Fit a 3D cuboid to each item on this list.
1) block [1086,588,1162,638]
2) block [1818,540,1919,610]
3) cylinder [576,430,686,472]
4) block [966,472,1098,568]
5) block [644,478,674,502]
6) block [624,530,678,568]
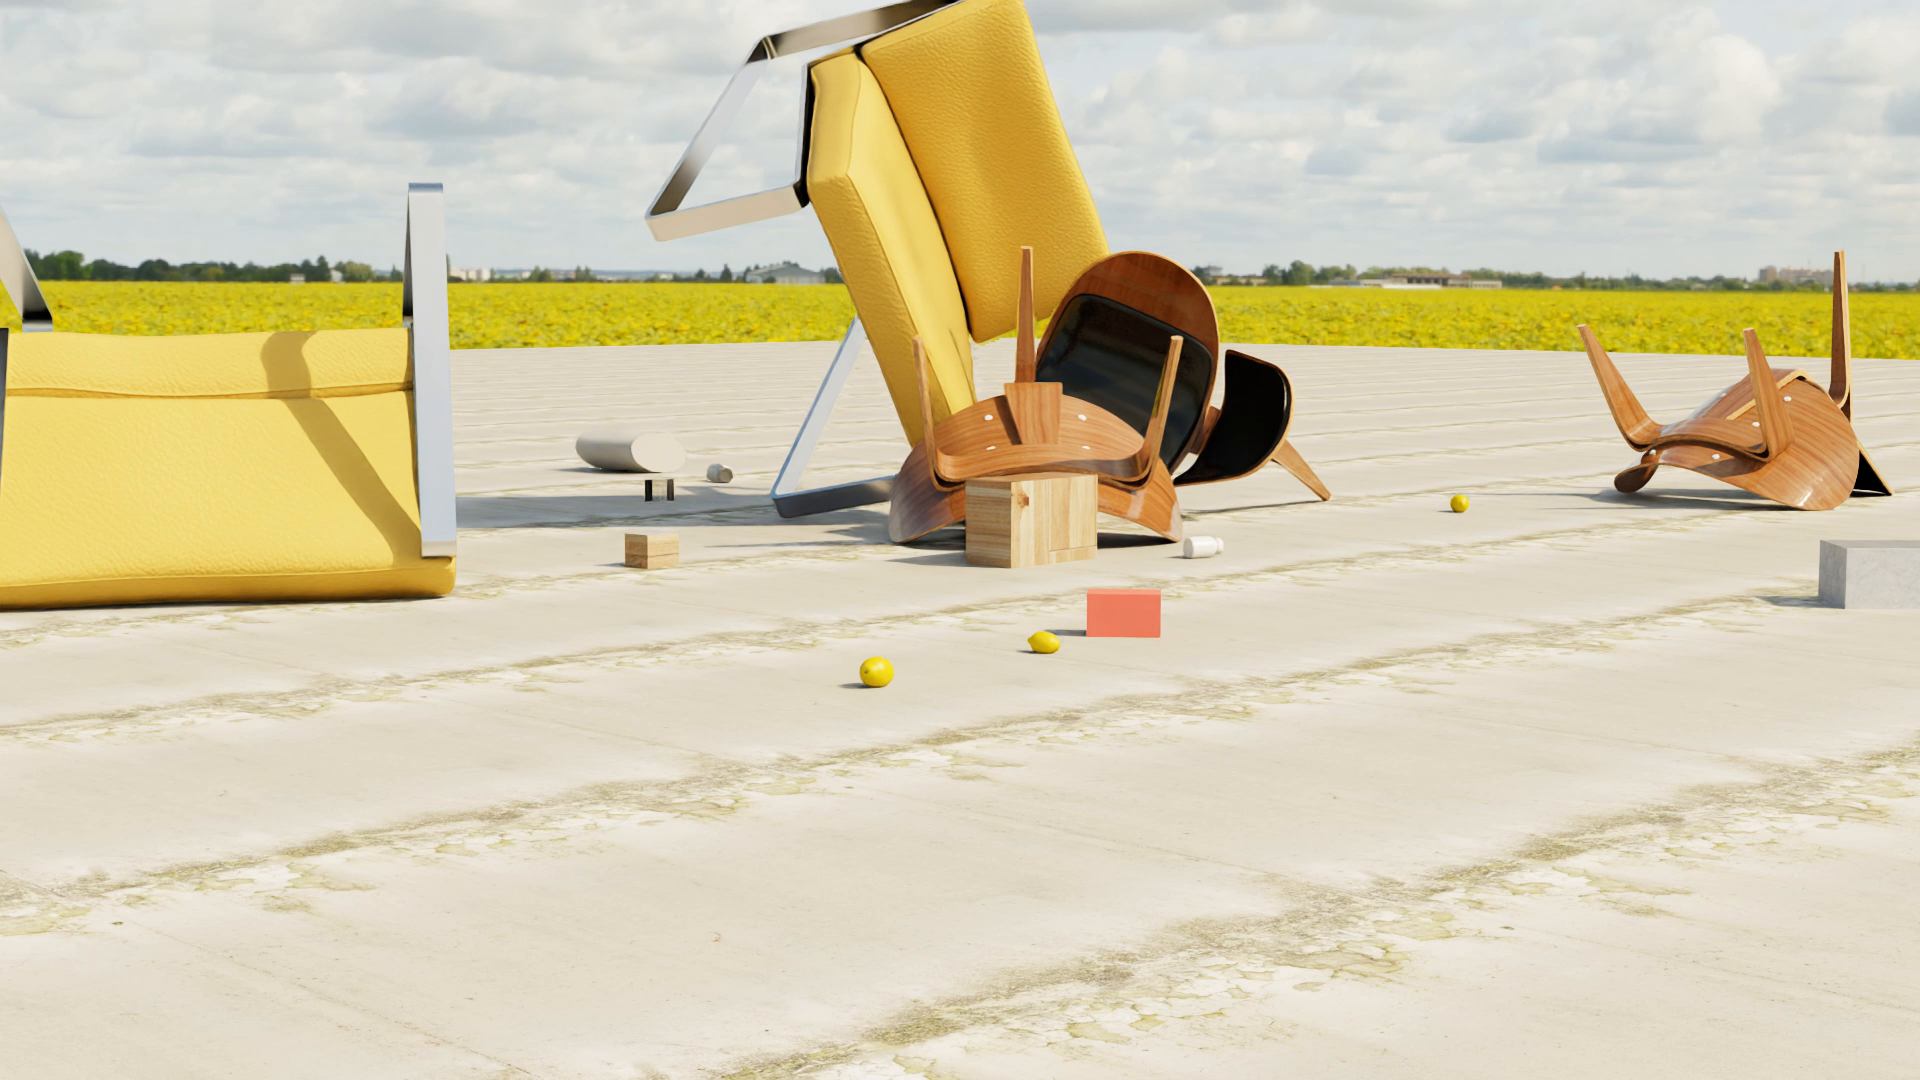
[{"bbox_3d":[0.302,0.134,4.720,0.134,0.079,0.077,1,6,5],"label":"block"},{"bbox_3d":[1.851,0.069,5.157,0.195,0.121,0.170,0,6,1],"label":"block"},{"bbox_3d":[-1.112,-0.301,8.663,0.279,0.131,0.250,5,-4,40],"label":"cylinder"},{"bbox_3d":[0.167,-0.048,5.929,0.141,0.195,0.298,6,8,43],"label":"block"},{"bbox_3d":[-0.880,-0.146,7.508,0.058,0.066,0.068,3,6,25],"label":"block"},{"bbox_3d":[-0.701,0.021,5.836,0.074,0.076,0.097,5,8,39],"label":"block"}]
